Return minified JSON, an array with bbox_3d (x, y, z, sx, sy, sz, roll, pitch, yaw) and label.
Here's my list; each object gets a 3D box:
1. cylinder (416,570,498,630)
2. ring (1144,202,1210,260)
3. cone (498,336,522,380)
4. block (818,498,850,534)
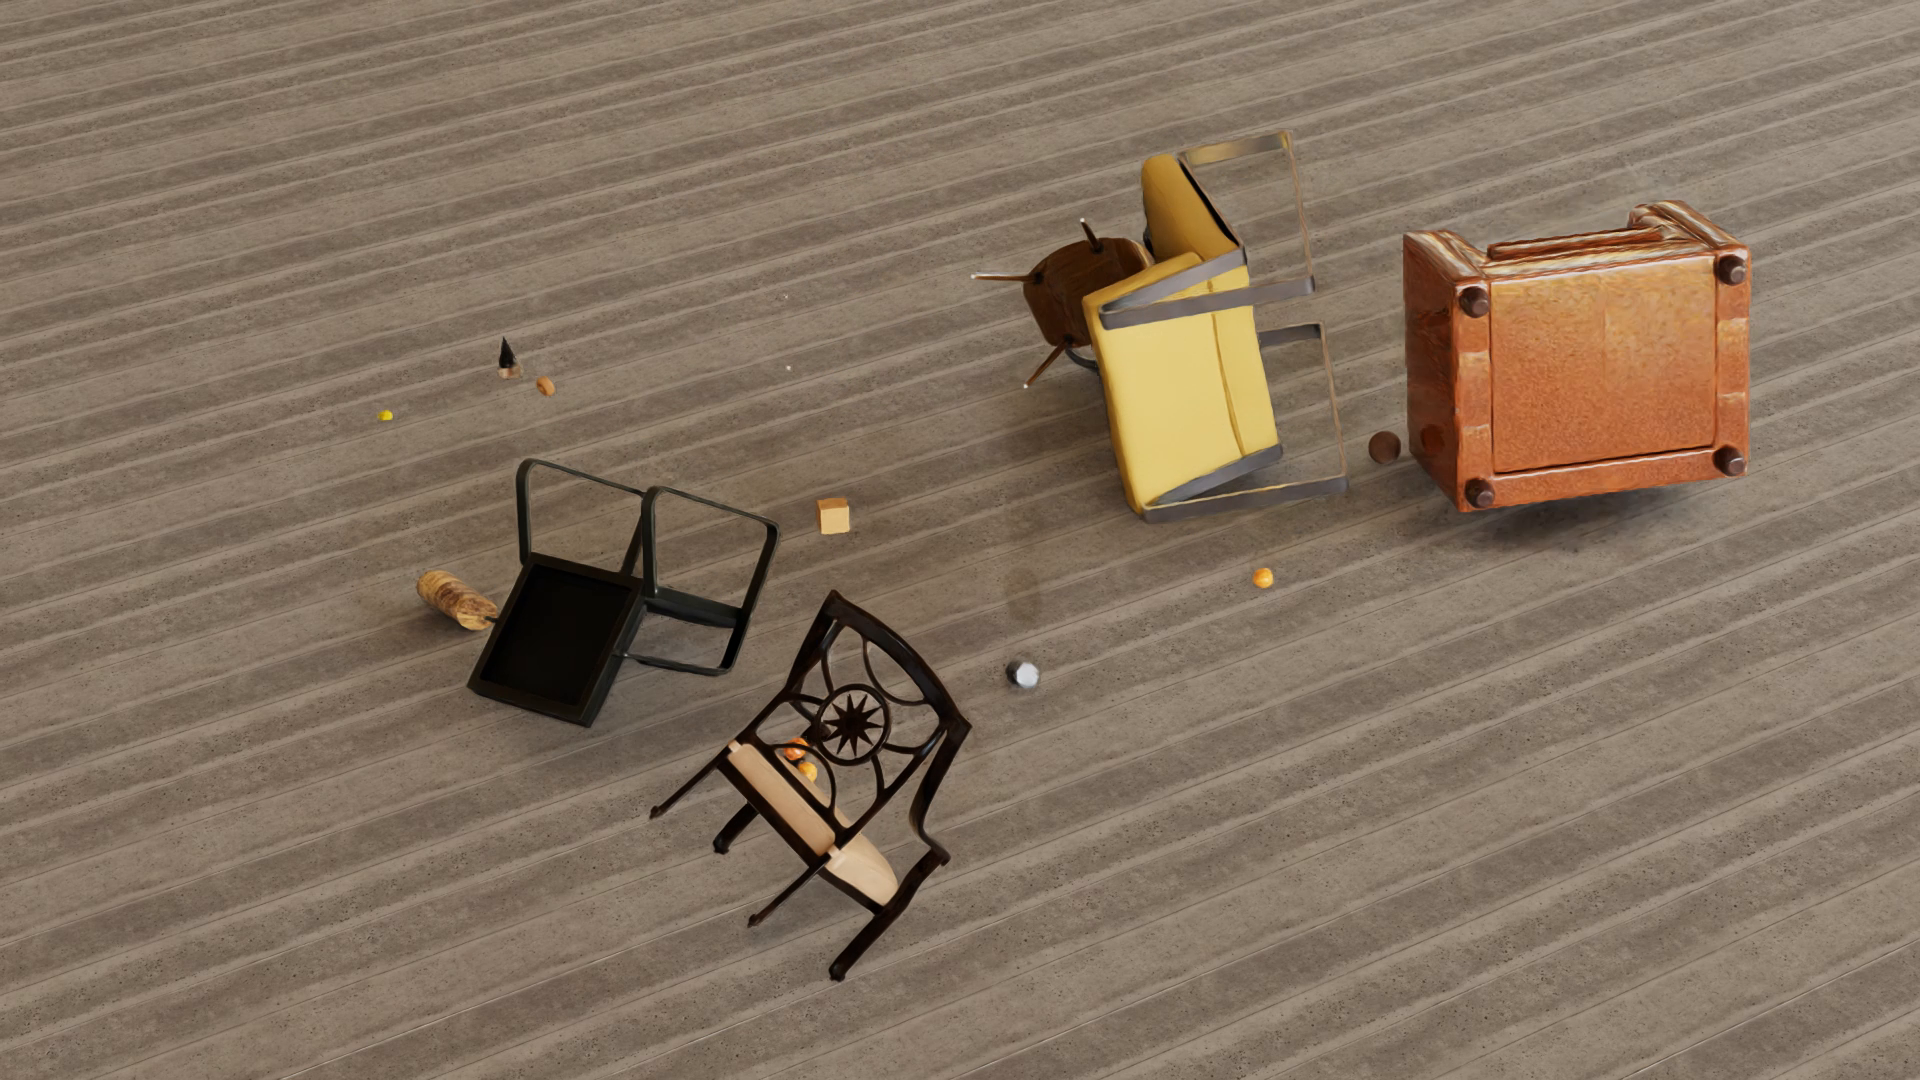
[{"bbox_3d":[-1.799,0.214,10.482,0.247,0.123,0.192,29,6,37],"label":"cylinder"},{"bbox_3d":[0.945,-1.346,12.786,0.311,0.123,0.286,-40,40,-9],"label":"ring"},{"bbox_3d":[-1.843,-0.757,11.921,0.111,0.182,0.094,24,46,33],"label":"cone"},{"bbox_3d":[-0.475,-0.091,10.981,0.105,0.103,0.085,-7,28,-10],"label":"block"}]
